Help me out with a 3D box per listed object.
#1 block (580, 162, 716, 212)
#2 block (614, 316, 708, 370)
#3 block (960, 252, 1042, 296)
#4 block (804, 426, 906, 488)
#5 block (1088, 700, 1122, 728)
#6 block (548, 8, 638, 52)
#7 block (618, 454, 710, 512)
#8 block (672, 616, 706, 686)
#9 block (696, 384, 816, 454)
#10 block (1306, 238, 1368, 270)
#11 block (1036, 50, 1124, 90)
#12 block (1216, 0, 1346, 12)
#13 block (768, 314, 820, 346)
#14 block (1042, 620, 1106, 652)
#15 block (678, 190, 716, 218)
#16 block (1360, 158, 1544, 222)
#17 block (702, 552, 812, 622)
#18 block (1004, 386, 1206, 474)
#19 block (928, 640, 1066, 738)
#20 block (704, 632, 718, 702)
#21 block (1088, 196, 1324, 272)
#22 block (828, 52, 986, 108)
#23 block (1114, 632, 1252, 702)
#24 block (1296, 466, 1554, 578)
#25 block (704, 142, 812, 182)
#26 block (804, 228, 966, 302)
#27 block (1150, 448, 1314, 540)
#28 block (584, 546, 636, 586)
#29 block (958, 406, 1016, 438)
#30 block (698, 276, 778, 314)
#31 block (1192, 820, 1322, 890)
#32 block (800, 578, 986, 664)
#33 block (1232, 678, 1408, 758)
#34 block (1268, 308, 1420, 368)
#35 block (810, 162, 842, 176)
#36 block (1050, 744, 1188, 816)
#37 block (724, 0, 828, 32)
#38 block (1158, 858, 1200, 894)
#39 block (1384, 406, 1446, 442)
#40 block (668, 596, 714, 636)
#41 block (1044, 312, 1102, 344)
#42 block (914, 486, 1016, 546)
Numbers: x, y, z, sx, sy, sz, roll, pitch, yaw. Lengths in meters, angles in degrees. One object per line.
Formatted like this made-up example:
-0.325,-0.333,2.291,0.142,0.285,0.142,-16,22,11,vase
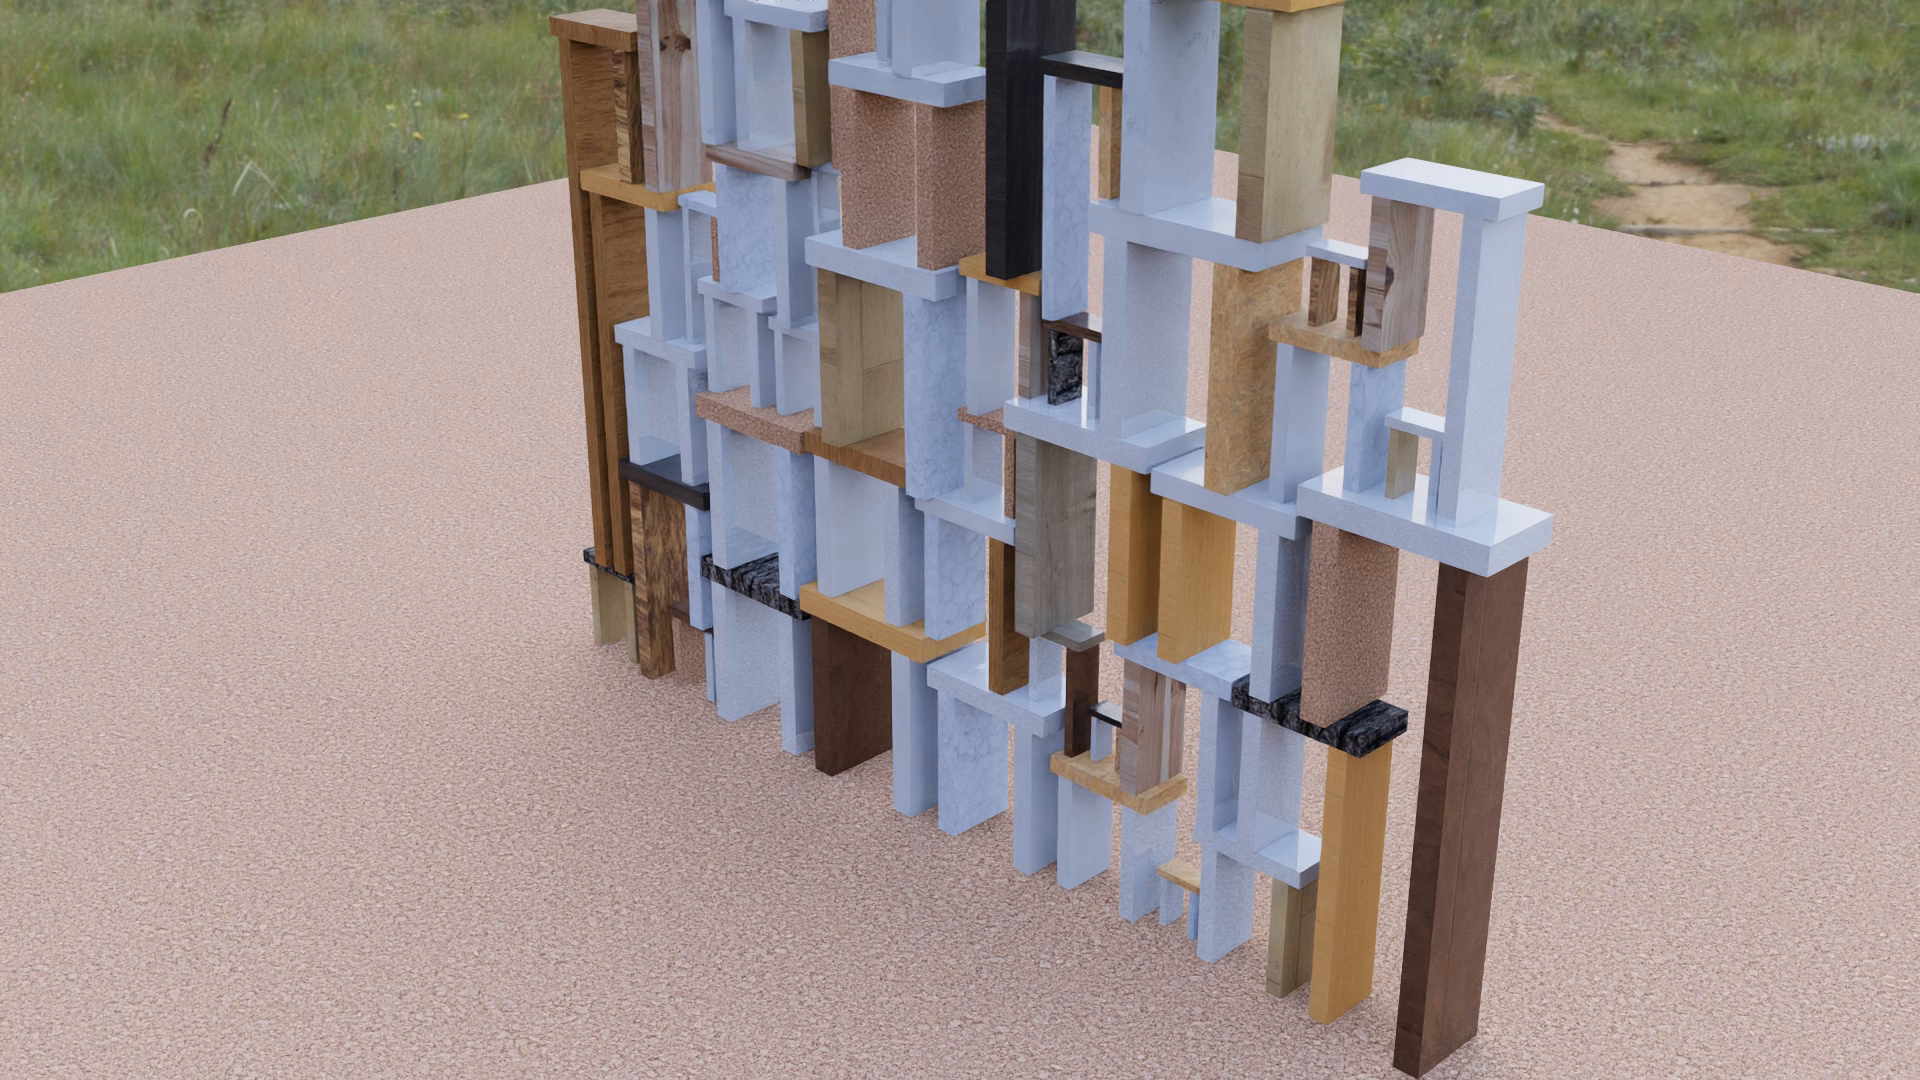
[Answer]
-0.655,-0.746,4.622,0.283,0.040,0.142,21,31,40,block
-0.601,-0.427,4.699,0.269,0.038,0.135,21,31,40,block
0.102,-0.477,3.914,0.195,0.028,0.098,21,31,40,block
-0.151,-0.176,4.309,0.149,0.042,0.299,-21,31,-41,block
0.286,0.323,4.058,0.046,0.013,0.092,-21,31,-40,block
-0.710,-1.054,4.543,0.275,0.039,0.138,21,31,41,block
-0.598,-0.139,4.809,0.290,0.041,0.145,21,31,40,block
-0.607,0.241,4.980,0.083,0.166,0.023,-21,30,-41,block
-0.375,-0.258,4.519,0.328,0.046,0.164,21,31,41,block
0.596,-0.442,3.394,0.055,0.016,0.111,-20,30,-39,block
0.226,-0.780,3.642,0.093,0.026,0.185,-21,31,-40,block
0.423,-0.872,3.391,0.178,0.050,0.355,-21,31,-41,block
-0.292,-0.422,4.364,0.086,0.024,0.172,-21,31,-40,block
0.194,0.168,4.078,0.140,0.020,0.070,21,31,41,block
-0.506,-0.685,4.482,0.136,0.019,0.068,23,32,39,block
0.719,-0.515,3.222,0.237,0.034,0.118,21,31,40,block
-0.384,0.079,4.681,0.326,0.046,0.163,21,31,41,block
0.253,-0.200,3.858,0.332,0.047,0.166,21,31,41,block
0.100,0.285,4.240,0.310,0.044,0.155,21,31,41,block
-0.527,0.272,4.906,0.023,0.166,0.083,22,31,40,block
0.397,-0.510,3.577,0.346,0.049,0.173,21,31,40,block
-0.082,-0.831,3.952,0.299,0.042,0.149,21,31,40,block
0.413,0.203,3.864,0.133,0.038,0.266,-21,31,-40,block
0.721,-0.040,3.431,0.176,0.050,0.353,-21,31,-41,block
-0.364,-0.751,4.297,0.262,0.037,0.131,21,31,40,block
-0.107,-0.524,4.111,0.352,0.050,0.176,21,31,41,block
0.481,-0.080,3.663,0.300,0.042,0.150,21,31,40,block
-0.769,0.050,5.087,0.101,0.029,0.203,-21,31,-41,block
0.081,-0.222,4.043,0.079,0.022,0.158,-21,31,-40,block
-0.429,-0.507,4.479,0.103,0.029,0.207,-21,31,-40,block
0.537,0.533,3.863,0.234,0.033,0.117,21,31,40,block
-0.138,0.143,4.441,0.358,0.051,0.179,21,31,41,block
0.602,0.282,3.687,0.265,0.037,0.132,21,31,41,block
0.600,-0.318,3.443,0.105,0.030,0.211,-21,31,-41,block
-0.226,-0.710,4.175,0.112,0.016,0.056,20,31,39,block
0.294,0.435,4.088,0.236,0.033,0.118,21,31,41,block
-0.316,-0.998,4.136,0.126,0.036,0.253,-22,32,-39,block
0.417,0.616,4.032,0.101,0.014,0.050,21,31,41,block
0.716,-0.176,3.371,0.058,0.016,0.115,-21,31,-41,block
-0.566,0.168,4.909,0.166,0.023,0.083,21,31,39,block
0.219,-0.373,3.822,0.069,0.020,0.139,-21,30,-40,block
0.052,-0.060,4.141,0.130,0.037,0.260,-21,31,-40,block
